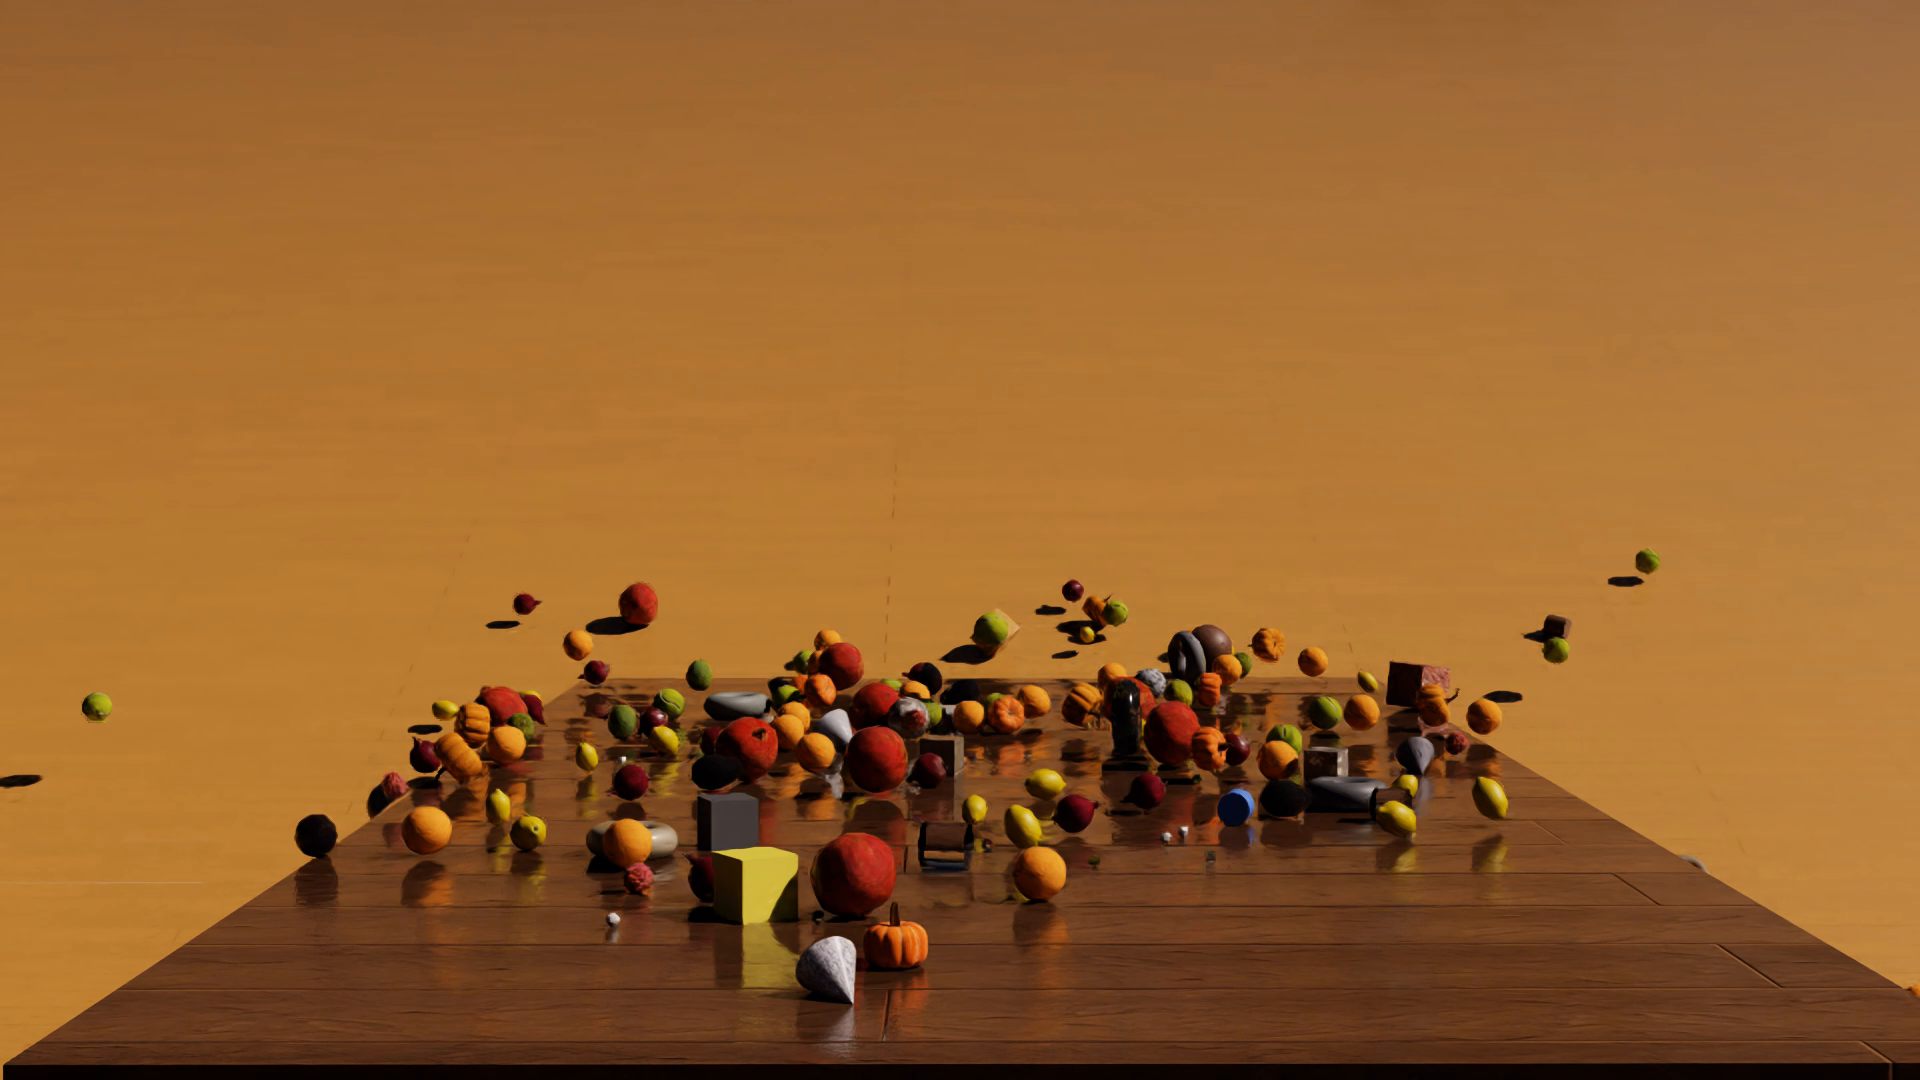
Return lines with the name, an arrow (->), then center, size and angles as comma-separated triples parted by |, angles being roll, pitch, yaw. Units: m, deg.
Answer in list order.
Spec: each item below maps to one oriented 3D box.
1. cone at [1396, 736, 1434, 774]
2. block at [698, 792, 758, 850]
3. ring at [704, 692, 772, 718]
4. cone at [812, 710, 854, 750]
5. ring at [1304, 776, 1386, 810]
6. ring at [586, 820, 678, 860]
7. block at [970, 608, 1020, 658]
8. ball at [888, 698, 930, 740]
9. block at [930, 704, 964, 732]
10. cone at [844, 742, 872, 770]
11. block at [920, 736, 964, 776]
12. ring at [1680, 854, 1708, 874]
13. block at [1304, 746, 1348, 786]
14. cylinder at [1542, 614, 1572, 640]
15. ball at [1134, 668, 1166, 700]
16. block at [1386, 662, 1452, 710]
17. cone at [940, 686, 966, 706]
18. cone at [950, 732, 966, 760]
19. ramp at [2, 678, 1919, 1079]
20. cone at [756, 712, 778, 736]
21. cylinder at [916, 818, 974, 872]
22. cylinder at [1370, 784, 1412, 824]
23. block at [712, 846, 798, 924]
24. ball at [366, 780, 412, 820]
cone -> 0.839, 0.409, 4.711 | 0.071, 0.071, 0.071 | -1, 29, -1
block -> -0.350, 0.424, 3.880 | 0.073, 0.073, 0.073 | -1, 3, -22
ring -> -0.488, 0.363, 5.652 | 0.147, 0.049, 0.147 | -1, 3, 0
cone -> -0.227, 0.393, 5.039 | 0.089, 0.089, 0.089 | -18, 40, -36
ring -> 0.642, 0.421, 4.276 | 0.141, 0.047, 0.141 | 0, 1, 0
ring -> -0.483, 0.442, 3.795 | 0.136, 0.045, 0.136 | 1, 2, 0
block -> 0.094, 0.248, 6.867 | 0.080, 0.080, 0.080 | 43, 35, 9
ball -> -0.104, 0.362, 5.218 | 0.086, 0.086, 0.086 | 0, 23, 0
block -> -0.028, 0.373, 5.374 | 0.052, 0.052, 0.052 | -2, 3, -43
cone -> -0.196, 0.412, 4.767 | 0.055, 0.055, 0.055 | 5, 47, 11
block -> -0.033, 0.394, 4.707 | 0.065, 0.065, 0.065 | 1, 2, 14
ring -> 1.618, 0.745, 5.721 | 0.098, 0.033, 0.098 | 4, 57, -6
block -> 0.646, 0.401, 4.547 | 0.063, 0.063, 0.063 | 1, 3, 26
cylinder -> 1.616, 0.235, 6.968 | 0.057, 0.057, 0.057 | 15, 27, 31
ball -> 0.440, 0.335, 5.980 | 0.076, 0.076, 0.076 | 0, 23, 0
block -> 1.028, 0.328, 5.774 | 0.096, 0.096, 0.096 | 7, -1, -39
cone -> -0.010, 0.369, 5.759 | 0.059, 0.059, 0.059 | -5, 30, -11
cone -> -0.016, 0.390, 4.898 | 0.056, 0.056, 0.056 | 0, 2, 0
ramp -> 0.053, 0.483, 4.539 | 2.000, 0.100, 4.000 | 0, 2, 0
cone -> -0.409, 0.390, 5.297 | 0.051, 0.051, 0.051 | 11, 34, 24
cylinder -> -0.020, 0.435, 3.674 | 0.066, 0.066, 0.066 | 14, 26, 12
cylinder -> 0.688, 0.423, 4.109 | 0.054, 0.054, 0.054 | 13, 26, 22
block -> -0.263, 0.444, 3.316 | 0.081, 0.081, 0.081 | -2, 3, -33
ball -> -1.022, 0.477, 4.627 | 0.088, 0.088, 0.088 | 0, 23, 0
